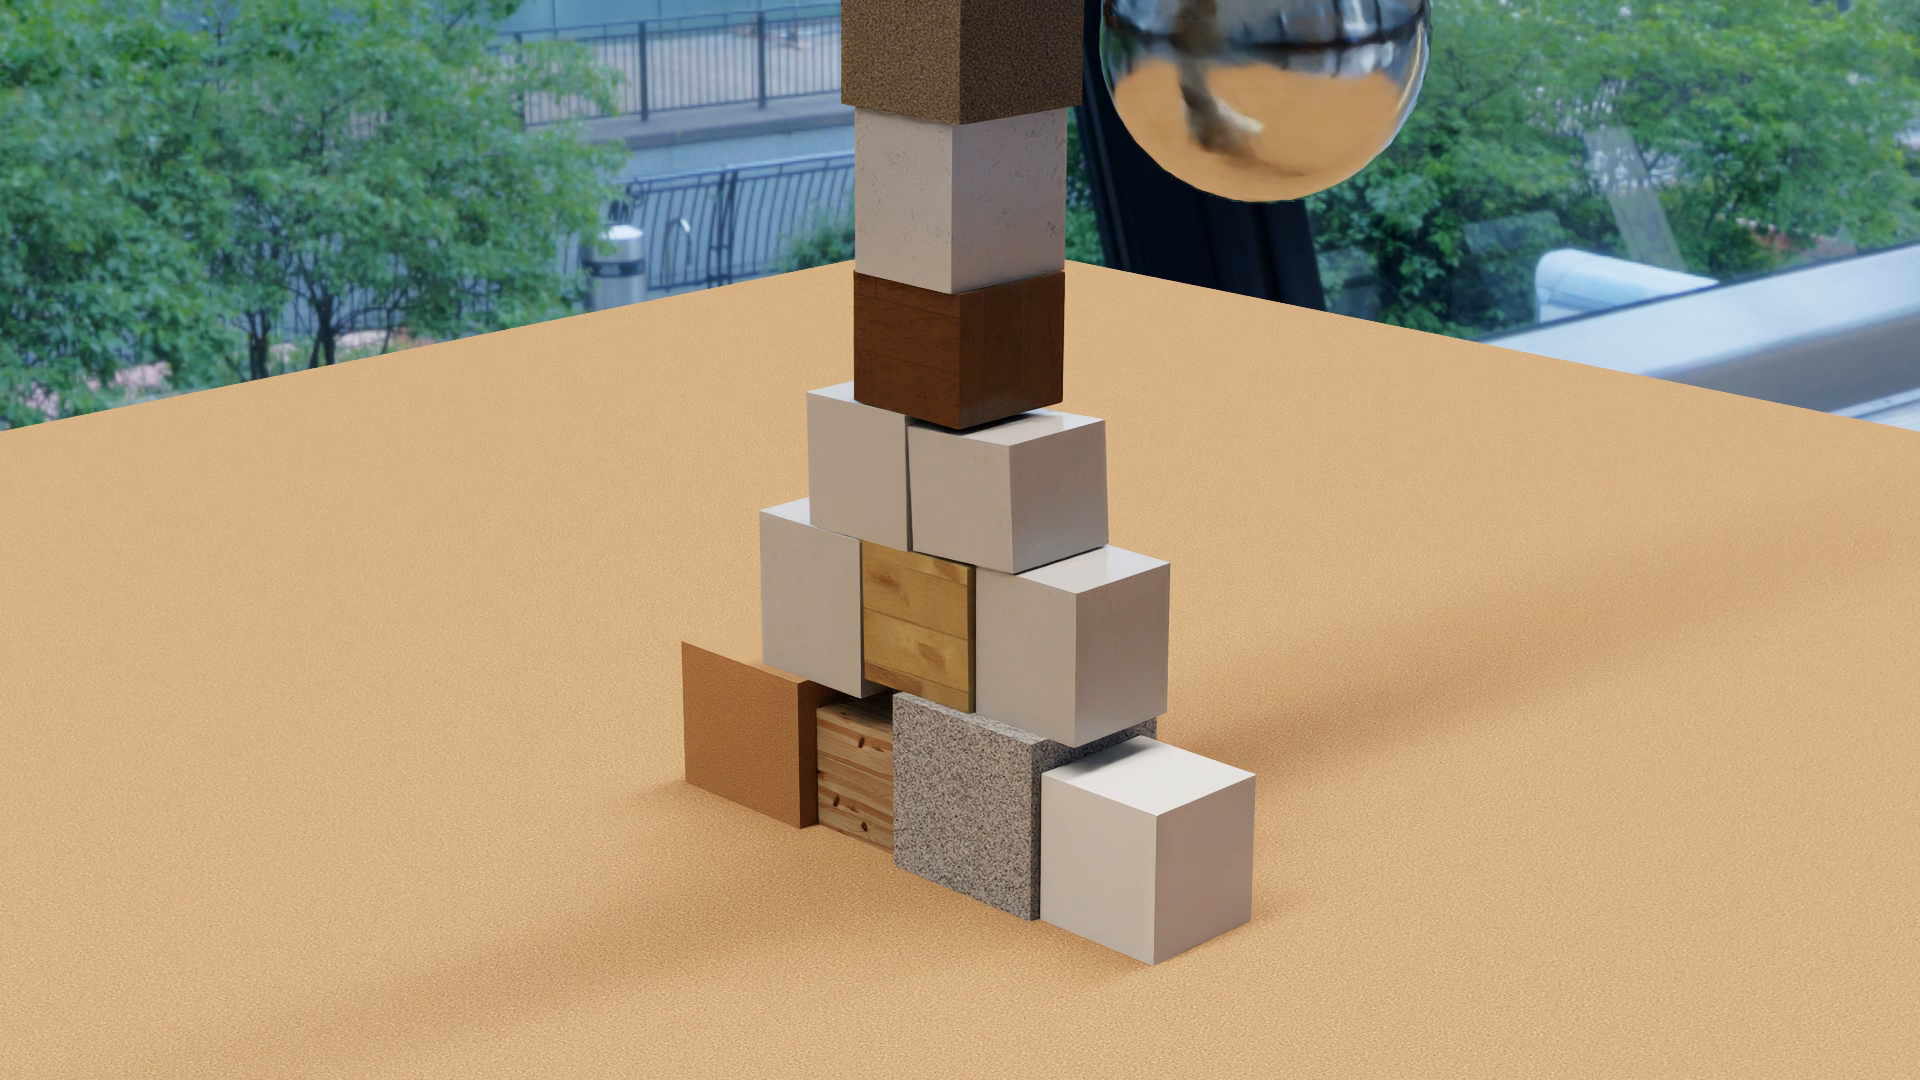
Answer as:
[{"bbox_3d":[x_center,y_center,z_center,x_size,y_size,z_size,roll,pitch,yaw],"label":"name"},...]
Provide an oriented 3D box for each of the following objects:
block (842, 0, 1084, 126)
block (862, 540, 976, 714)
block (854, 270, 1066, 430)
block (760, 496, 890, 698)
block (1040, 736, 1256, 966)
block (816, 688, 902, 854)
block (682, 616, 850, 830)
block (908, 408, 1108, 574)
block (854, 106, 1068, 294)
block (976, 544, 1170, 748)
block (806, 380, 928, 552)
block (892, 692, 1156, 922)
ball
[{"bbox_3d":[0.012,-2.282,12.640,0.759,0.811,0.724,-17,25,-42],"label":"block"},{"bbox_3d":[0.021,0.316,13.407,0.638,0.672,0.674,-17,23,-42],"label":"block"},{"bbox_3d":[-0.005,-0.908,13.079,0.660,0.597,0.667,-17,25,-42],"label":"block"},{"bbox_3d":[-0.455,0.223,13.895,0.695,0.762,0.687,-17,24,-42],"label":"block"},{"bbox_3d":[0.822,1.352,12.885,0.653,0.695,0.668,-17,24,-42],"label":"block"},{"bbox_3d":[-0.249,1.076,13.939,0.613,0.588,0.605,-17,24,-42],"label":"block"},{"bbox_3d":[-0.762,0.845,14.420,0.847,0.740,0.847,-17,24,-42],"label":"block"},{"bbox_3d":[0.216,-0.243,13.030,0.613,0.568,0.624,-17,21,-42],"label":"block"},{"bbox_3d":[0.004,-1.544,12.877,0.711,0.738,0.601,-17,25,-42],"label":"block"},{"bbox_3d":[0.497,0.436,12.977,0.608,0.703,0.599,-17,24,-42],"label":"block"},{"bbox_3d":[-0.250,-0.376,13.457,0.622,0.632,0.646,-17,23,-42],"label":"block"},{"bbox_3d":[0.294,1.110,13.410,0.823,0.841,0.871,-17,24,-42],"label":"block"},{"bbox_3d":[1.467,-2.431,14.115,1.600,1.600,1.600,0,17,0],"label":"ball"}]
